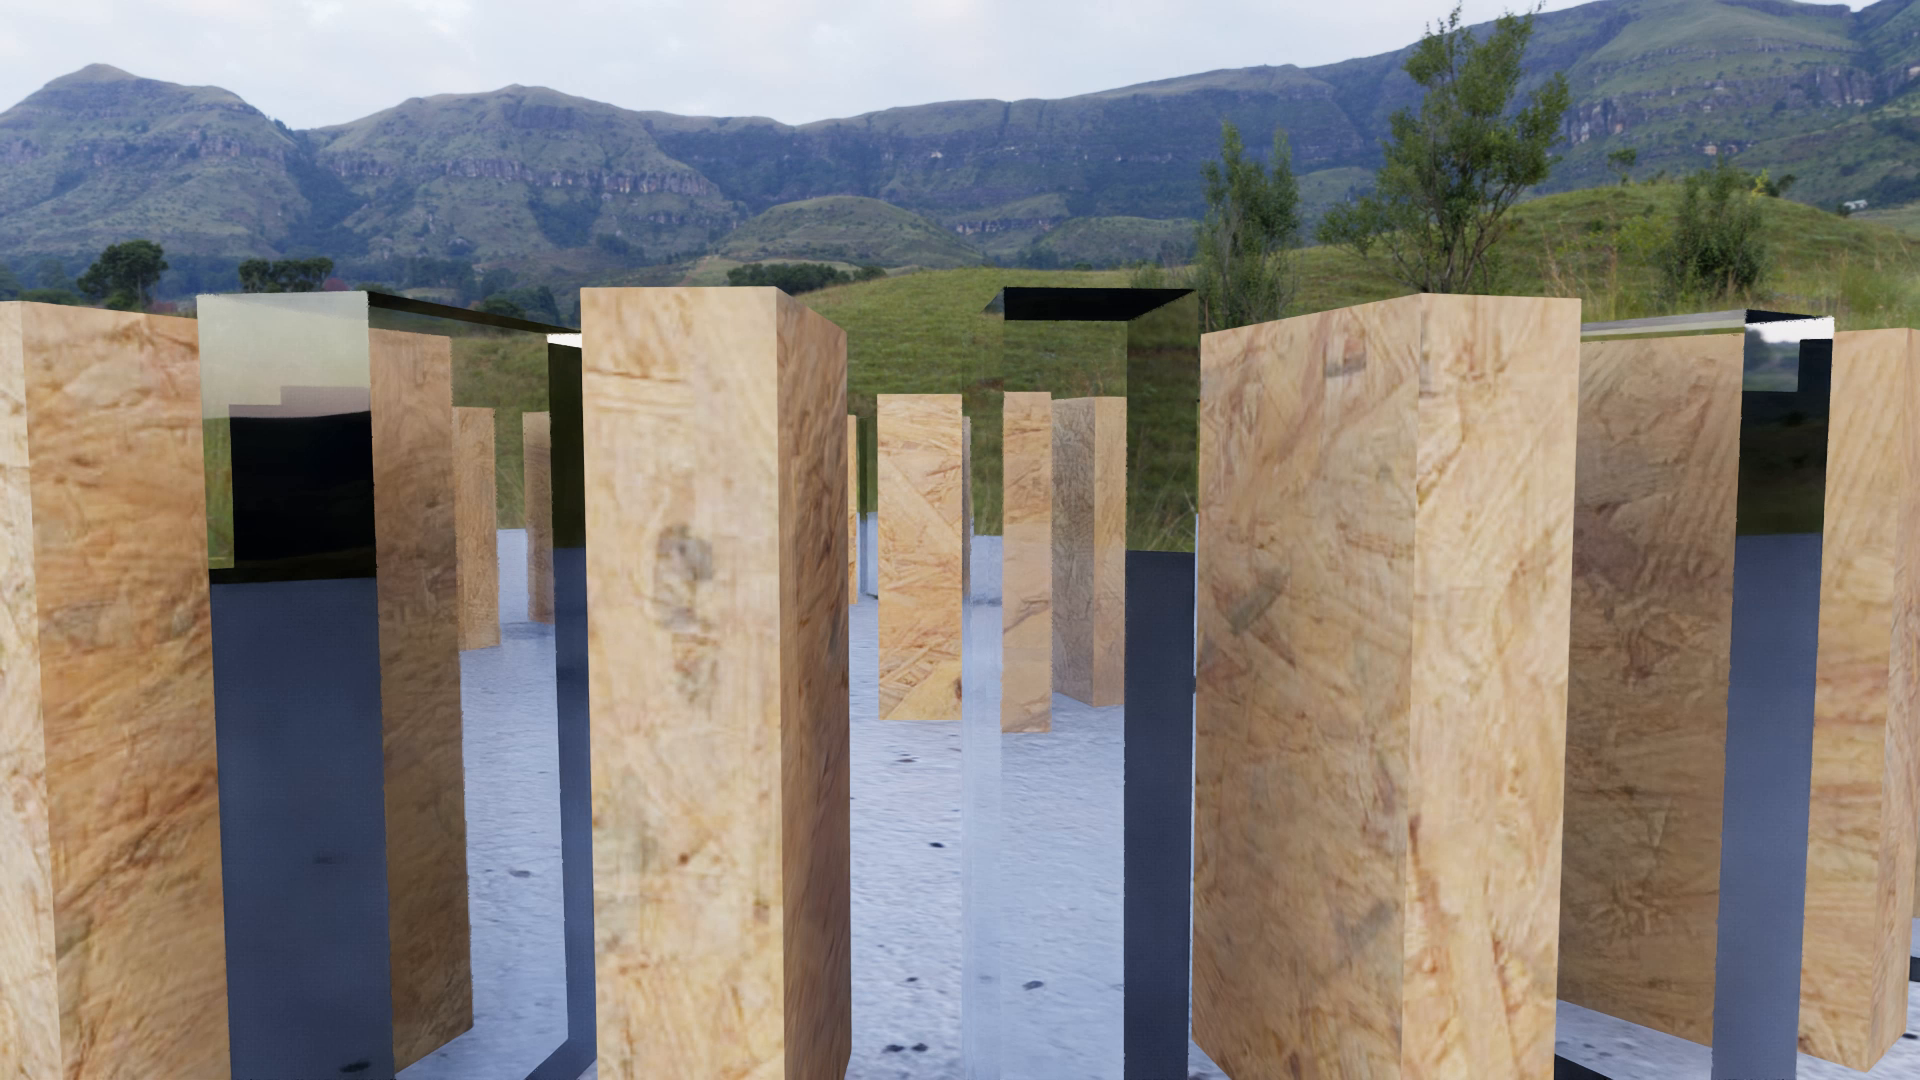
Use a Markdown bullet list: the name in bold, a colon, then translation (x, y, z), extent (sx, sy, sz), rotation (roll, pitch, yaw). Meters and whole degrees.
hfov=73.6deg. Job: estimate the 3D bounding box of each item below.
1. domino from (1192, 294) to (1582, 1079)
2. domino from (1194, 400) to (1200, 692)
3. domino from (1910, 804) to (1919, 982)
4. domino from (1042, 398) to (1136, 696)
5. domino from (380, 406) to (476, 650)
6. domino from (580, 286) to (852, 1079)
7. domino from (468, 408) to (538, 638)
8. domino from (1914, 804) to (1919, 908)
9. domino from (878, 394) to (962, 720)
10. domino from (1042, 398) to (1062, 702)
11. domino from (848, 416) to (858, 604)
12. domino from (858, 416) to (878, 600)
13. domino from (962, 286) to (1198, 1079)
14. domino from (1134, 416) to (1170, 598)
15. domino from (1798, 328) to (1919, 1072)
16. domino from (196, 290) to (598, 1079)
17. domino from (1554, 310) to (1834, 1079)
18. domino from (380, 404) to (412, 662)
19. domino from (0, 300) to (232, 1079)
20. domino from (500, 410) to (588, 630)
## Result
- **domino**: translation (0.024, 0.012, 0.079), extent (0.010, 0.050, 0.025), rotation (-1, 4, -15)
- **domino**: translation (0.039, 0.000, 0.230), extent (0.009, 0.050, 0.025), rotation (1, 4, 8)
- **domino**: translation (0.070, 0.009, 0.111), extent (0.025, 0.050, 0.009), rotation (4, 6, 41)
- **domino**: translation (0.021, 0.000, 0.228), extent (0.009, 0.050, 0.025), rotation (-2, 5, -20)
- **domino**: translation (-0.117, -0.003, 0.272), extent (0.025, 0.050, 0.009), rotation (2, 5, 23)
- **domino**: translation (-0.013, 0.012, 0.076), extent (0.009, 0.050, 0.025), rotation (0, 4, 3)
- **domino**: translation (-0.108, -0.004, 0.289), extent (0.025, 0.050, 0.010), rotation (3, 5, 31)
- **domino**: translation (0.081, 0.008, 0.126), extent (0.025, 0.050, 0.009), rotation (3, 5, 31)
- **domino**: translation (0.000, 0.002, 0.201), extent (0.025, 0.050, 0.010), rotation (0, 4, 0)
- **domino**: translation (0.005, 0.001, 0.218), extent (0.009, 0.050, 0.025), rotation (-4, 6, -44)
- **domino**: translation (-0.037, -0.009, 0.348), extent (0.009, 0.050, 0.025), rotation (-2, 5, -26)
- **domino**: translation (-0.020, -0.009, 0.356), extent (0.009, 0.050, 0.025), rotation (-2, 5, -21)
- **domino**: translation (0.006, 0.012, 0.076), extent (0.009, 0.050, 0.025), rotation (0, 4, -5)
- **domino**: translation (0.054, -0.010, 0.364), extent (0.010, 0.050, 0.025), rotation (1, 4, 8)
- **domino**: translation (0.057, 0.010, 0.098), extent (0.009, 0.050, 0.025), rotation (-4, 6, -41)
- **domino**: translation (-0.032, 0.012, 0.078), extent (0.010, 0.050, 0.025), rotation (1, 4, 10)
- **domino**: translation (0.042, 0.011, 0.087), extent (0.009, 0.050, 0.025), rotation (-3, 5, -30)
- **domino**: translation (-0.123, -0.002, 0.255), extent (0.025, 0.050, 0.010), rotation (1, 4, 17)
- **domino**: translation (-0.050, 0.011, 0.083), extent (0.009, 0.050, 0.025), rotation (1, 5, 19)
- **domino**: translation (-0.097, -0.005, 0.304), extent (0.025, 0.050, 0.009), rotation (4, 6, 41)
